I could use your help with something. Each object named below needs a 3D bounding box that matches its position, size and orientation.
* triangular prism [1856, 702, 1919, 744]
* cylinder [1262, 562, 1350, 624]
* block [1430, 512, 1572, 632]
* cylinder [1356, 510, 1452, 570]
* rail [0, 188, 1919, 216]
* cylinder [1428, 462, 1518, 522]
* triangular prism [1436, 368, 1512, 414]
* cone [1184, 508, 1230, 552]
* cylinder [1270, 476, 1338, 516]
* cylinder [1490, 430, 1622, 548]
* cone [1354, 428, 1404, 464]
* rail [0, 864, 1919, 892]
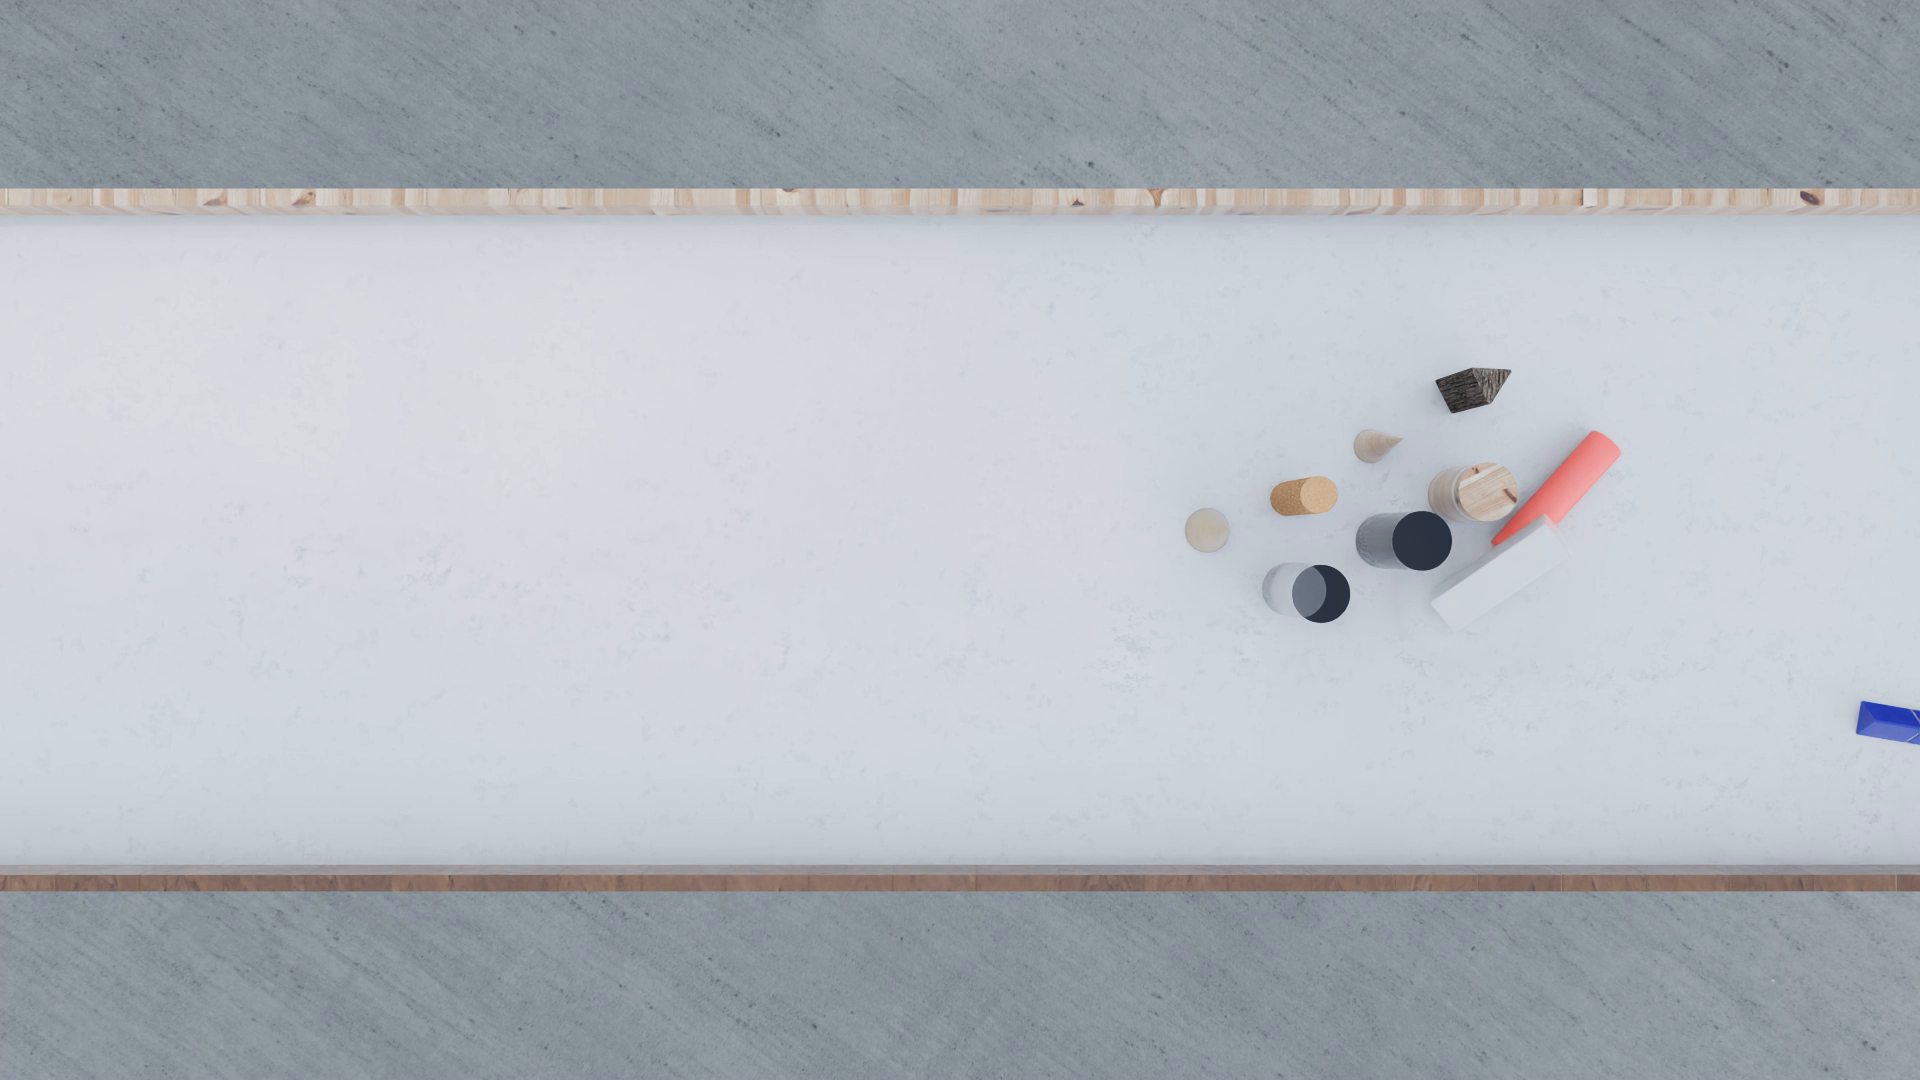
[{"bbox_3d":[2.926,0.574,5.030,0.325,0.089,0.102,10,90,0],"label":"triangular prism"},{"bbox_3d":[1.012,0.151,4.849,0.165,0.454,0.165,0,90,0],"label":"cylinder"},{"bbox_3d":[1.615,0.100,4.935,0.410,0.119,0.119,-40,92,25],"label":"block"},{"bbox_3d":[1.302,0.003,4.861,0.170,0.430,0.170,0,90,0],"label":"cylinder"},{"bbox_3d":[-2.247,-1.025,5.002,12.000,0.150,0.050,0,90,0],"label":"rail"},{"bbox_3d":[1.525,-0.139,4.918,0.171,0.317,0.171,0,90,0],"label":"cylinder"},{"bbox_3d":[1.505,-0.464,4.898,0.099,0.357,0.115,33,90,0],"label":"triangular prism"},{"bbox_3d":[0.761,-0.029,4.867,0.138,0.418,0.138,0,90,0],"label":"cone"},{"bbox_3d":[1.008,-0.127,4.852,0.106,0.449,0.106,0,90,0],"label":"cylinder"},{"bbox_3d":[1.814,-0.129,5.021,0.111,0.111,0.453,42,90,0],"label":"cylinder"},{"bbox_3d":[1.264,-0.289,4.887,0.106,0.379,0.106,0,90,0],"label":"cone"},{"bbox_3d":[-2.247,1.025,5.001,12.000,0.150,0.050,0,90,0],"label":"rail"}]
